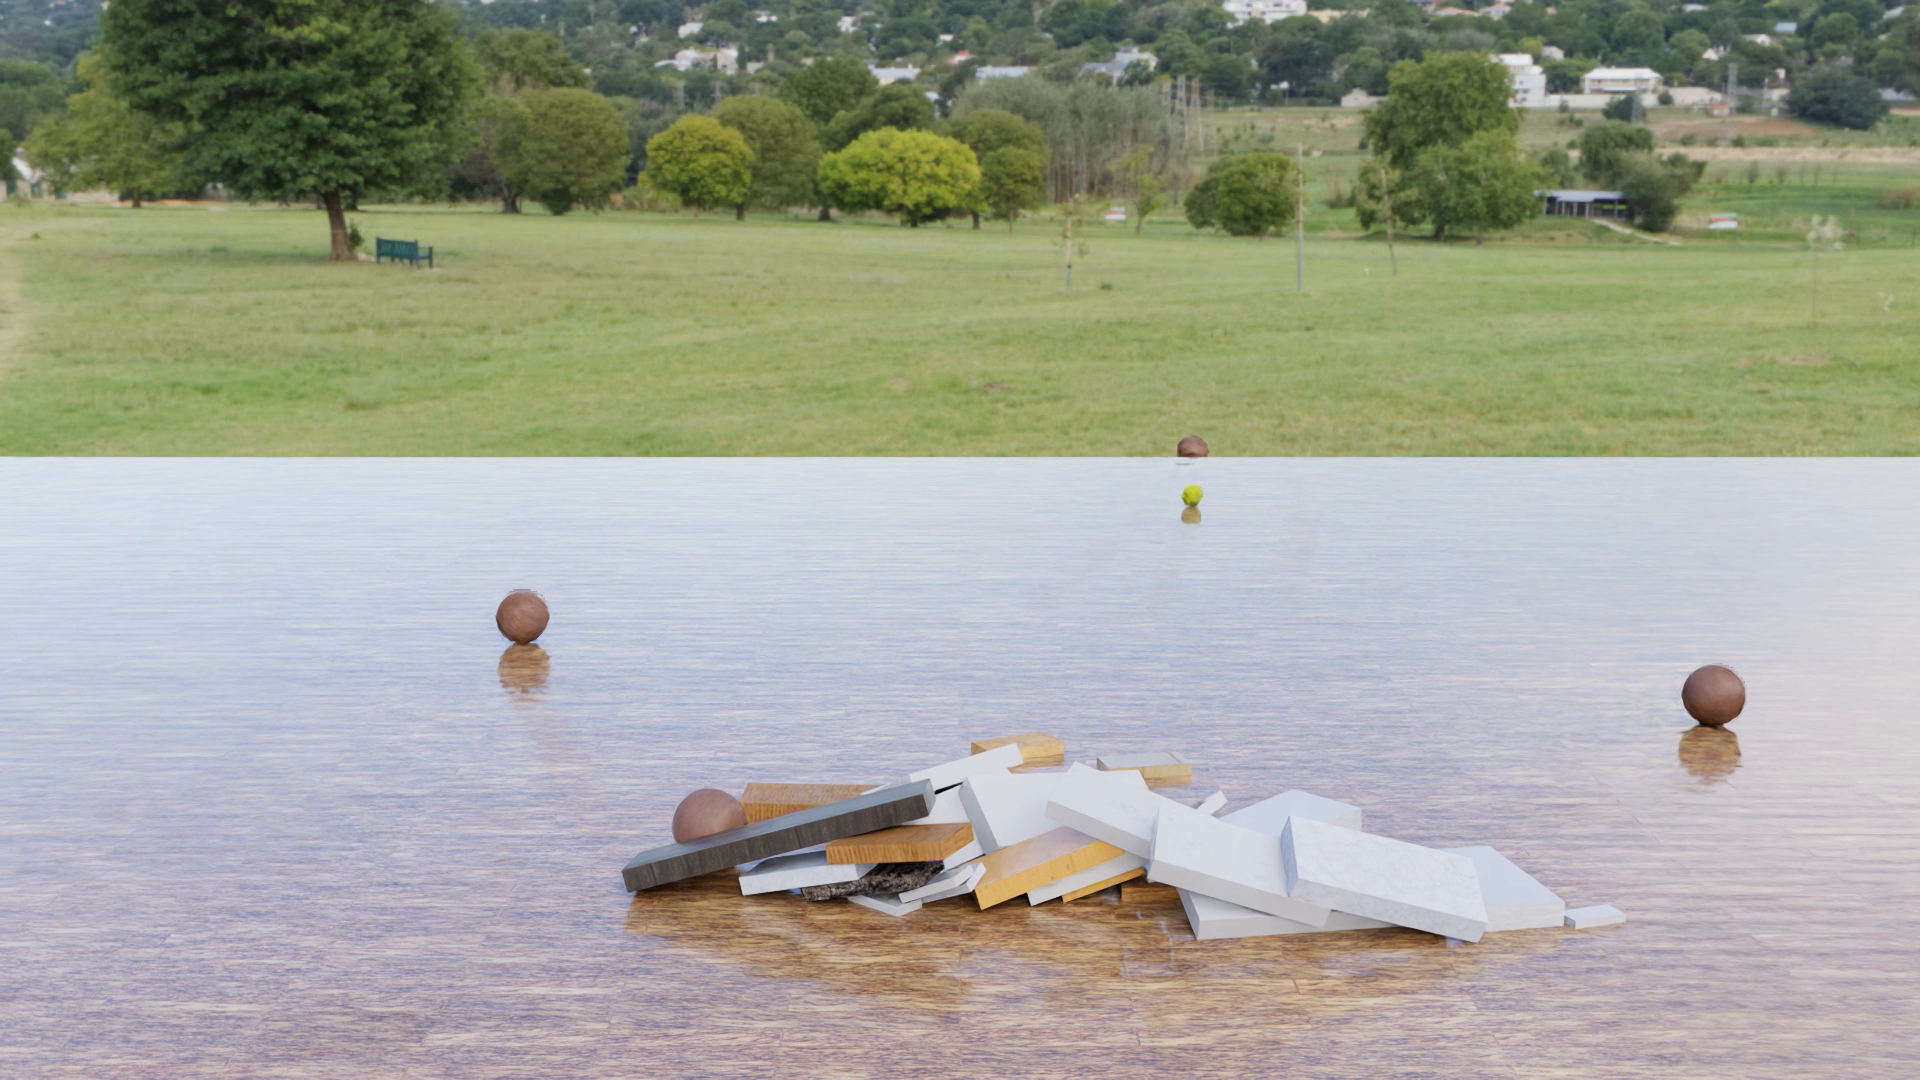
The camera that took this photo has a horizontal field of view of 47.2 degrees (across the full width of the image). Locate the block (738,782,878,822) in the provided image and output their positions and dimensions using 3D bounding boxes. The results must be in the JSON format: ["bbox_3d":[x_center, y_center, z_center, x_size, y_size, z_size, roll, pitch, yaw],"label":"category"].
[{"bbox_3d":[-0.276,0.491,4.100,0.258,0.037,0.129,1,11,3],"label":"block"}]

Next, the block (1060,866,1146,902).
[{"bbox_3d":[0.231,0.559,3.664,0.143,0.020,0.072,-19,13,-5],"label":"block"}]

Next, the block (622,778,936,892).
[{"bbox_3d":[-0.299,0.492,3.673,0.518,0.039,0.136,-15,3,6],"label":"block"}]

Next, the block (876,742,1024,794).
[{"bbox_3d":[-0.030,0.424,3.884,0.273,0.039,0.136,-11,-14,-46],"label":"block"}]

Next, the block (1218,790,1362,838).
[{"bbox_3d":[0.552,0.518,3.892,0.311,0.044,0.156,-14,17,-41],"label":"block"}]

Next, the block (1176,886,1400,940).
[{"bbox_3d":[0.564,0.569,3.544,0.413,0.041,0.143,-2,31,-10],"label":"block"}]

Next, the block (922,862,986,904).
[{"bbox_3d":[-0.016,0.562,3.603,0.115,0.016,0.058,-20,19,38],"label":"block"}]

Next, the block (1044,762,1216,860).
[{"bbox_3d":[0.279,0.455,3.602,0.254,0.036,0.127,21,31,15],"label":"block"}]

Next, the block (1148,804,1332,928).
[{"bbox_3d":[0.445,0.516,3.489,0.286,0.041,0.143,16,31,0],"label":"block"}]

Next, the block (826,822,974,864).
[{"bbox_3d":[-0.098,0.491,3.560,0.215,0.030,0.108,-7,7,29],"label":"block"}]

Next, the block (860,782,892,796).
[{"bbox_3d":[-0.038,0.482,3.952,0.258,0.037,0.129,8,13,38],"label":"block"}]

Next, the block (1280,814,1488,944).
[{"bbox_3d":[0.669,0.536,3.482,0.311,0.044,0.156,14,31,-6],"label":"block"}]

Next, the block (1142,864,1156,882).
[{"bbox_3d":[0.371,0.551,3.713,0.143,0.020,0.072,-3,10,-16],"label":"block"}]

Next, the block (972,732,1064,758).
[{"bbox_3d":[0.118,0.424,4.498,0.170,0.024,0.085,-5,12,-25],"label":"block"}]

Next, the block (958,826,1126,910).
[{"bbox_3d":[0.133,0.529,3.633,0.254,0.036,0.127,-20,13,-9],"label":"block"}]

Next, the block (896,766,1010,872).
[{"bbox_3d":[0.017,0.490,3.782,0.273,0.039,0.136,-17,56,-42],"label":"block"}]

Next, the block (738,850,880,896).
[{"bbox_3d":[-0.246,0.546,3.649,0.215,0.030,0.108,-11,5,23],"label":"block"}]

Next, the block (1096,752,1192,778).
[{"bbox_3d":[0.366,0.448,4.366,0.170,0.024,0.085,-2,11,-12],"label":"block"}]

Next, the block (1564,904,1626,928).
[{"bbox_3d":[1.018,0.607,3.542,0.095,0.014,0.048,-4,11,-20],"label":"block"}]

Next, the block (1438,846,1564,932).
[{"bbox_3d":[0.869,0.575,3.641,0.143,0.041,0.286,-2,11,-11],"label":"block"}]

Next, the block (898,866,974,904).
[{"bbox_3d":[-0.038,0.558,3.568,0.115,0.016,0.058,-22,2,33],"label":"block"}]

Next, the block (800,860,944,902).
[{"bbox_3d":[-0.145,0.555,3.628,0.215,0.030,0.108,-11,5,27],"label":"block"}]

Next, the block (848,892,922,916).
[{"bbox_3d":[-0.124,0.591,3.619,0.115,0.016,0.058,10,14,42],"label":"block"}]

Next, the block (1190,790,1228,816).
[{"bbox_3d":[0.413,0.502,3.960,0.085,0.024,0.170,-33,-6,27],"label":"block"}]

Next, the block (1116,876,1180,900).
[{"bbox_3d":[0.336,0.578,3.677,0.143,0.020,0.072,-1,11,-4],"label":"block"}]

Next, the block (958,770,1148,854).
[{"bbox_3d":[0.185,0.478,3.823,0.356,0.044,0.156,2,43,-30],"label":"block"}]

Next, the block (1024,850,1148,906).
[{"bbox_3d":[0.221,0.531,3.671,0.254,0.036,0.127,-19,13,-6],"label":"block"}]
